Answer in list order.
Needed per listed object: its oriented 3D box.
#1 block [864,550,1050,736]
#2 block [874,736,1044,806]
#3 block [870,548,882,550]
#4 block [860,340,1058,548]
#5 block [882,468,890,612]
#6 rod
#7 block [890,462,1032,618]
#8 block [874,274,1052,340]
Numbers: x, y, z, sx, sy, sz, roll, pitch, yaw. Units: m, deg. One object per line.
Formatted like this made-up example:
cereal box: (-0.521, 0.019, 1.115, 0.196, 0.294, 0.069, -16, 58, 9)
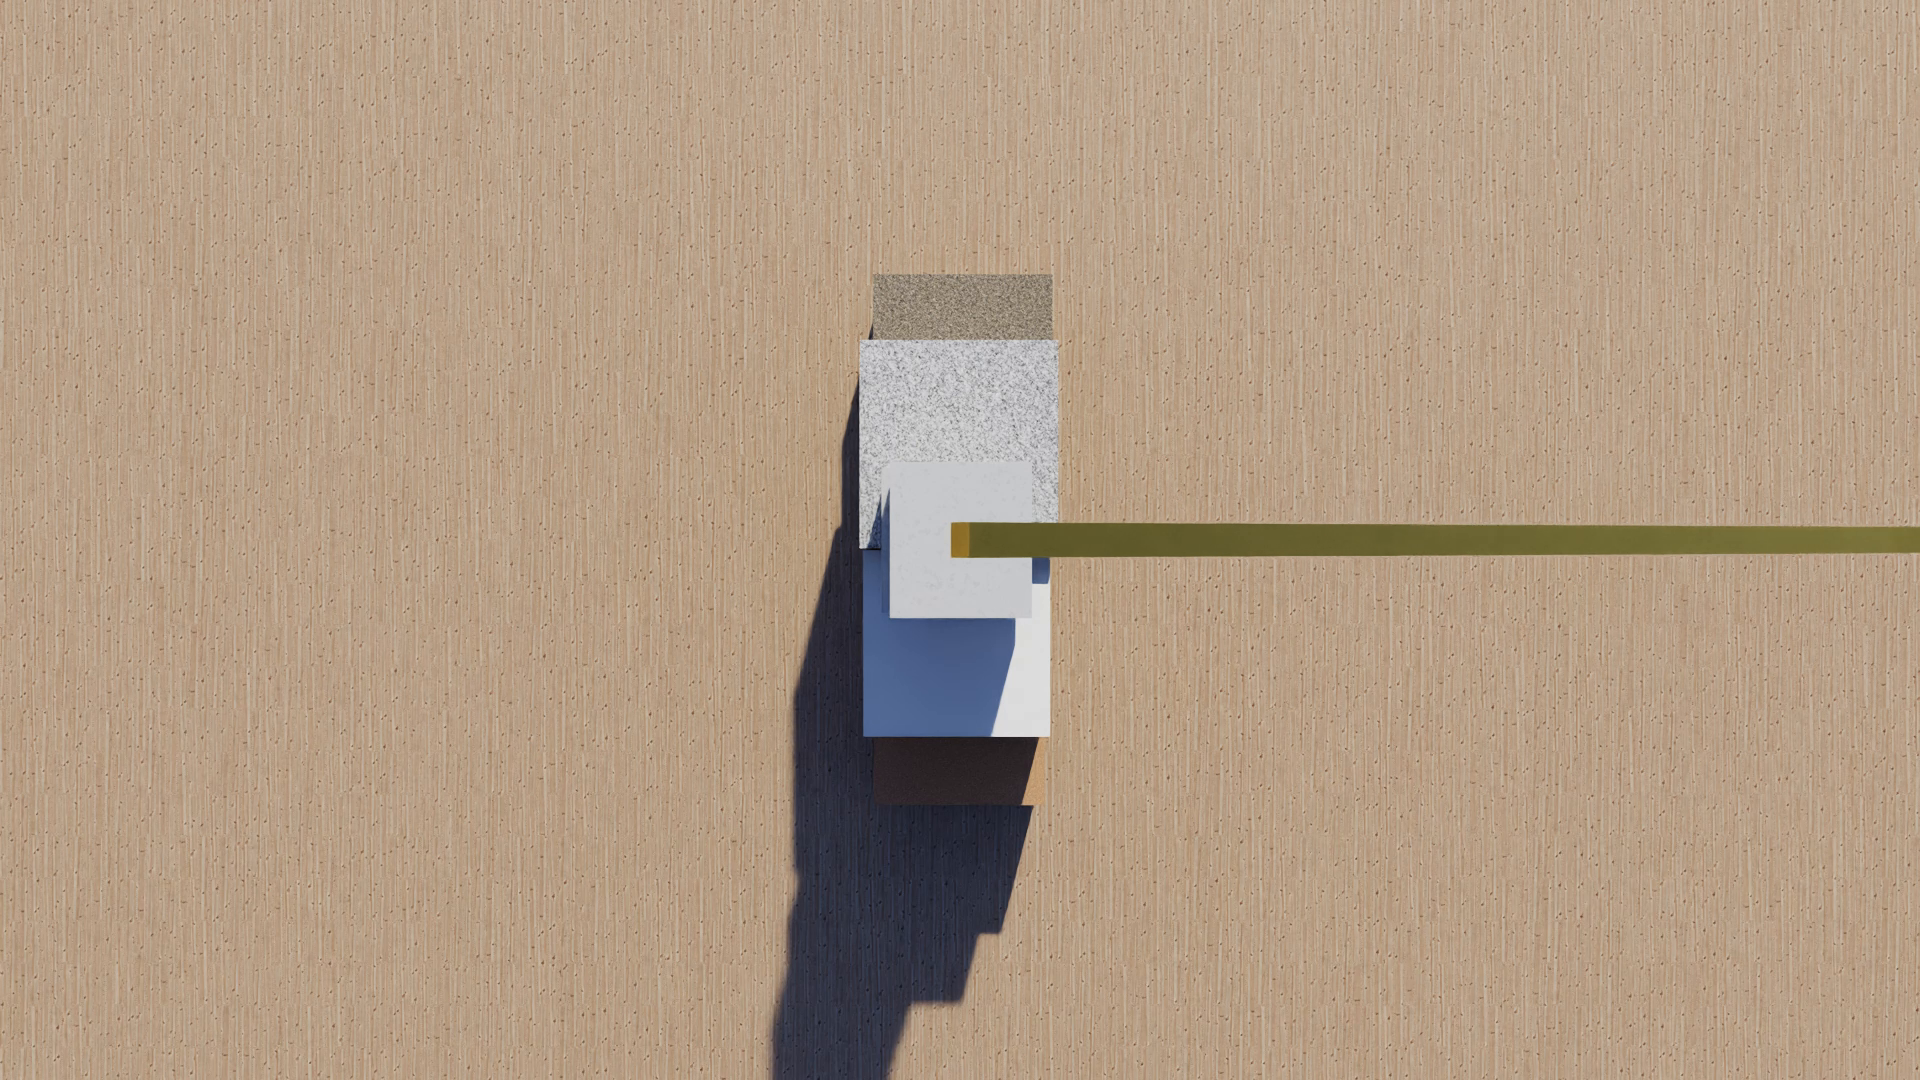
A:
block: (-0.017, 0.524, 11.592, 0.948, 0.878, 0.946, 0, 90, 0)
block: (-0.003, 1.035, 12.537, 0.938, 0.926, 0.841, 0, 90, 0)
block: (-0.010, 0.077, 12.516, 0.966, 0.969, 1.055, 0, 90, 0)
block: (-0.004, -0.478, 11.495, 0.993, 1.072, 1.039, 0, 90, 0)
block: (-0.019, 0.000, 10.606, 0.696, 0.707, 0.677, 0, 90, 0)
rod: (2.212, 0.000, 6.321, 5.200, 0.080, 0.080, 0, 90, -32)
block: (0.004, 0.000, 9.922, 0.619, 0.662, 0.681, 0, 90, 0)
block: (0.016, -0.958, 12.524, 0.984, 0.951, 0.995, 0, 90, 0)
